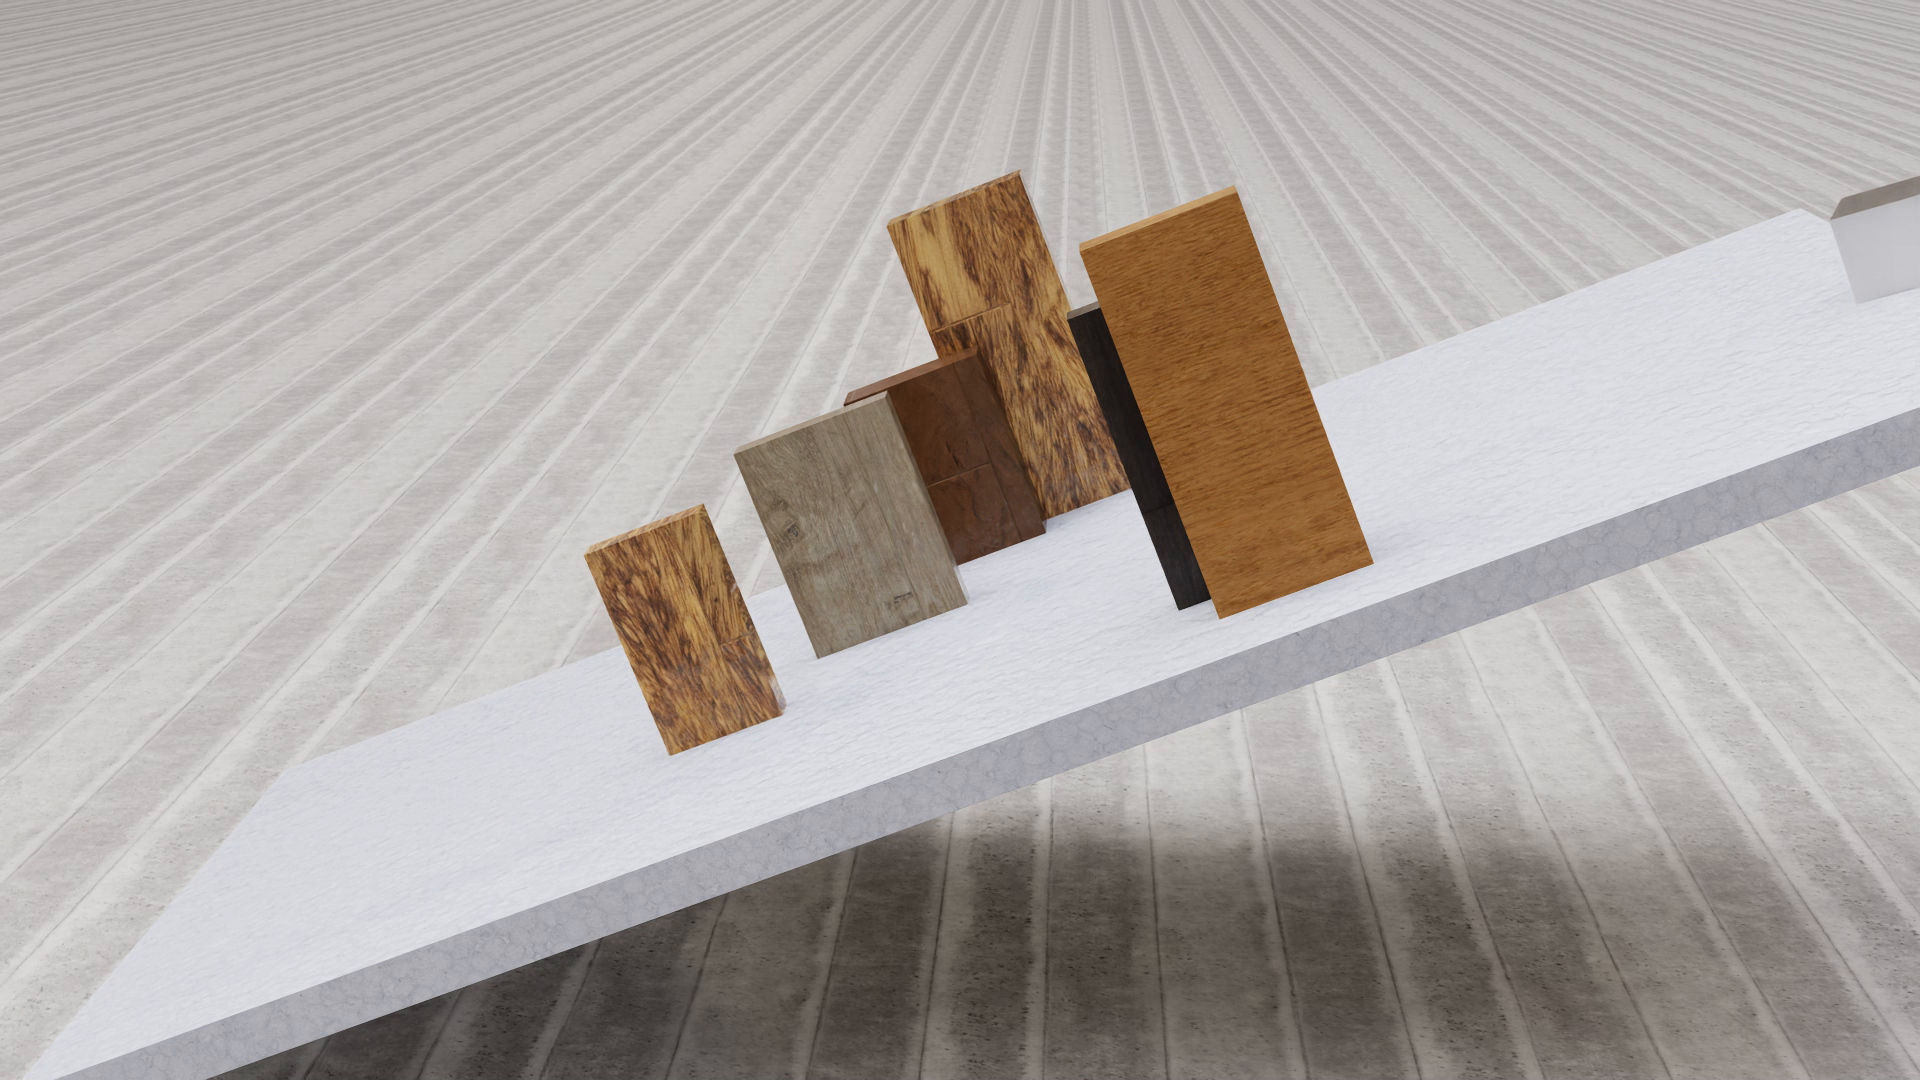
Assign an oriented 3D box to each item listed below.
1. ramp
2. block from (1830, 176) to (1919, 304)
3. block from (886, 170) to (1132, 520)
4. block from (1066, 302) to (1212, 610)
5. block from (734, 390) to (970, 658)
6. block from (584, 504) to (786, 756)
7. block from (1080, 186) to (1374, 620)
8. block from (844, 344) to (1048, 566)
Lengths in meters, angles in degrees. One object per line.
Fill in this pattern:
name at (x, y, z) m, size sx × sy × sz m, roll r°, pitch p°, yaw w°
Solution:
ramp at (0.120, 0.175, 6.293) m, size 4.000 × 0.100 × 2.000 m, roll -20°, pitch 12°, yaw 7°
block at (1.890, -0.611, 5.954) m, size 0.182 × 0.182 × 0.182 m, roll -15°, pitch 13°, yaw 29°
block at (0.127, -0.438, 6.869) m, size 0.327 × 0.775 × 0.124 m, roll -20°, pitch 12°, yaw 7°
block at (0.440, -0.196, 5.642) m, size 0.271 × 0.607 × 0.090 m, roll -20°, pitch 12°, yaw 7°
block at (-0.234, -0.031, 6.399) m, size 0.352 × 0.489 × 0.080 m, roll -20°, pitch 12°, yaw 7°
block at (-0.566, 0.187, 6.088) m, size 0.255 × 0.459 × 0.084 m, roll -20°, pitch 12°, yaw 7°
block at (0.496, -0.253, 5.465) m, size 0.305 × 0.741 × 0.106 m, roll -20°, pitch 12°, yaw 7°
block at (-0.031, -0.180, 6.808) m, size 0.326 × 0.446 × 0.148 m, roll -20°, pitch 12°, yaw 7°
